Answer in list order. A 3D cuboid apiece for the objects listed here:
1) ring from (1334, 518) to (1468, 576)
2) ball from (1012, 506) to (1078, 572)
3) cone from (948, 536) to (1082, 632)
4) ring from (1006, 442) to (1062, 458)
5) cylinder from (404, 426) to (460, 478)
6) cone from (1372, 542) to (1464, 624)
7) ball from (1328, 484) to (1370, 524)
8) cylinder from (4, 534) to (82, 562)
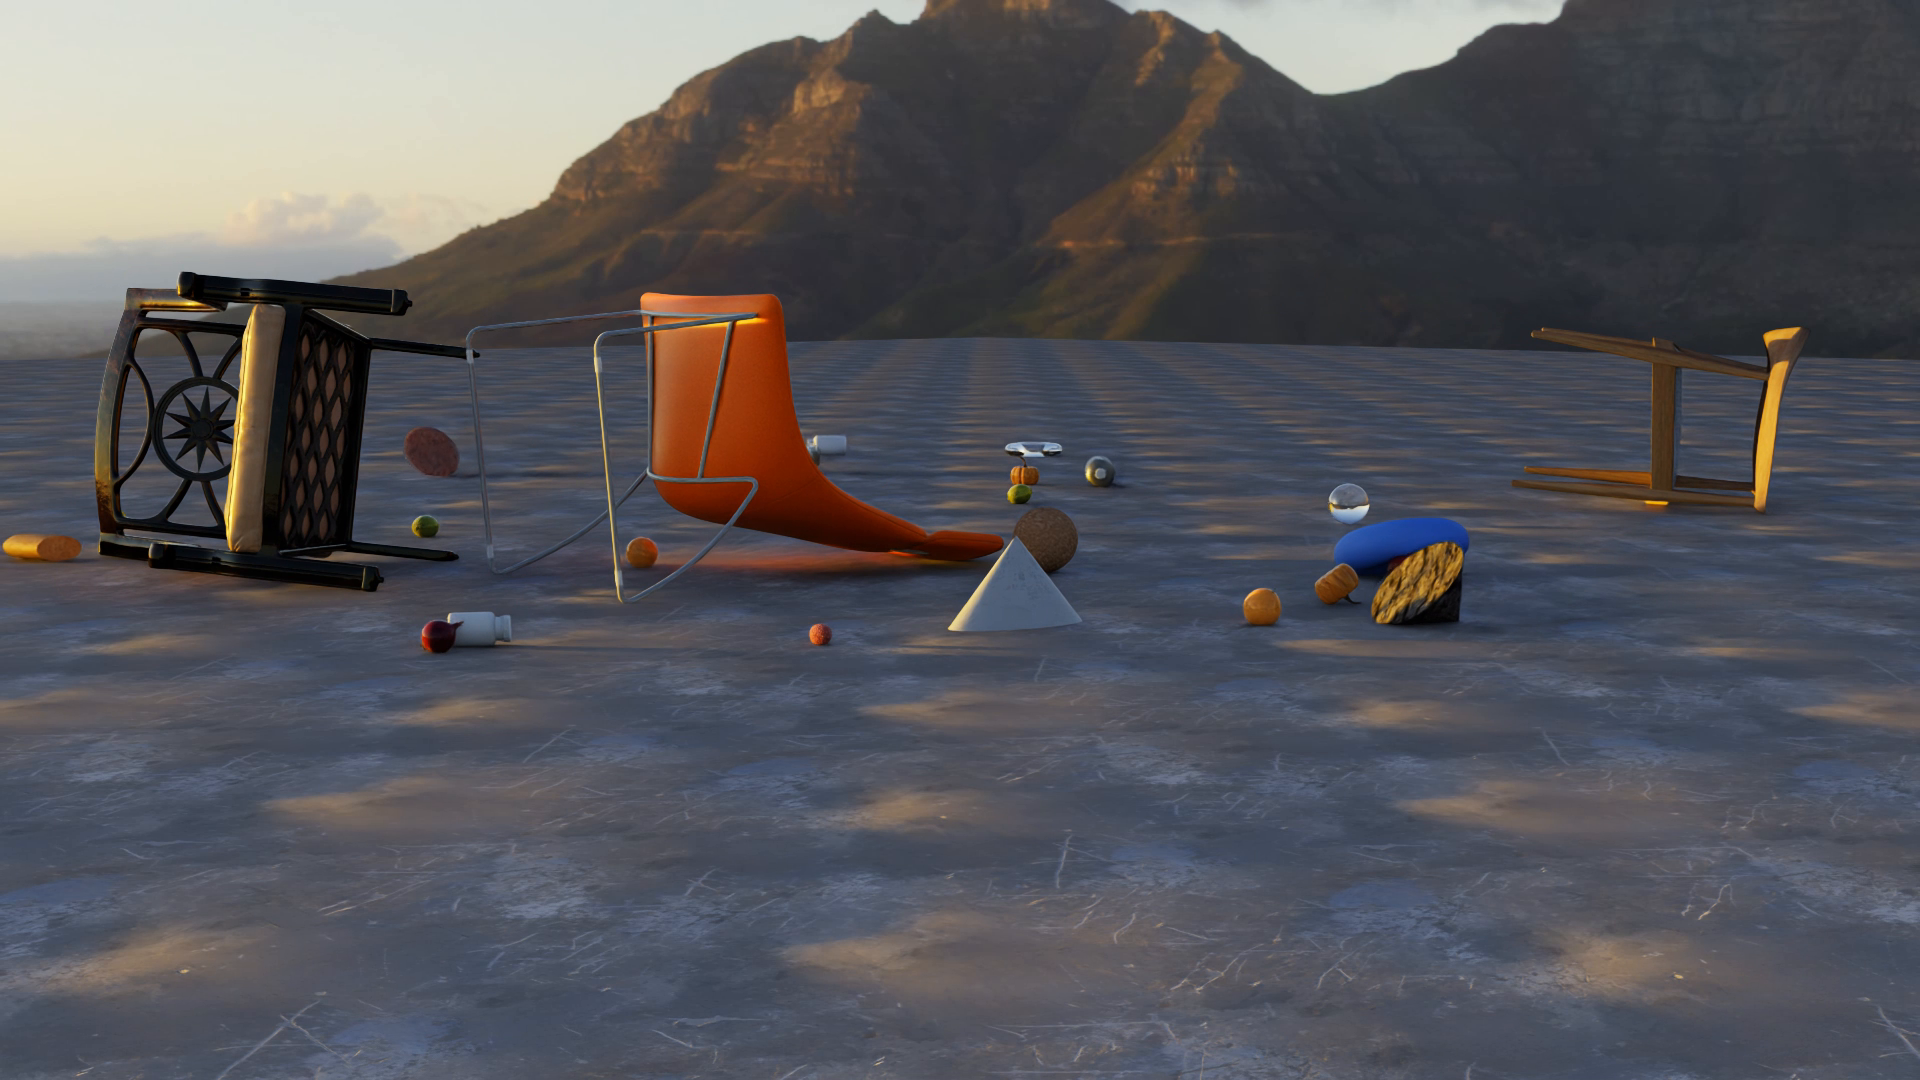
[{"bbox_3d":[0.966,0.017,5.617,0.297,0.090,0.225,-9,-15,19],"label":"ring"},{"bbox_3d":[0.190,-0.001,5.712,0.146,0.146,0.146,0,6,0],"label":"ball"},{"bbox_3d":[0.106,0.075,4.851,0.291,0.170,0.128,-4,7,-31],"label":"cone"},{"bbox_3d":[0.270,-0.332,9.400,0.213,0.049,0.207,-3,6,-33],"label":"ring"},{"bbox_3d":[-1.736,-0.290,8.442,0.191,0.137,0.122,40,-2,-11],"label":"cylinder"},{"bbox_3d":[0.910,0.118,4.886,0.121,0.194,0.232,40,-33,-19],"label":"cone"},{"bbox_3d":[1.032,-0.096,6.811,0.109,0.109,0.109,0,6,0],"label":"ball"},{"bbox_3d":[-2.131,0.017,5.959,0.113,0.058,0.130,3,3,30],"label":"cylinder"}]
